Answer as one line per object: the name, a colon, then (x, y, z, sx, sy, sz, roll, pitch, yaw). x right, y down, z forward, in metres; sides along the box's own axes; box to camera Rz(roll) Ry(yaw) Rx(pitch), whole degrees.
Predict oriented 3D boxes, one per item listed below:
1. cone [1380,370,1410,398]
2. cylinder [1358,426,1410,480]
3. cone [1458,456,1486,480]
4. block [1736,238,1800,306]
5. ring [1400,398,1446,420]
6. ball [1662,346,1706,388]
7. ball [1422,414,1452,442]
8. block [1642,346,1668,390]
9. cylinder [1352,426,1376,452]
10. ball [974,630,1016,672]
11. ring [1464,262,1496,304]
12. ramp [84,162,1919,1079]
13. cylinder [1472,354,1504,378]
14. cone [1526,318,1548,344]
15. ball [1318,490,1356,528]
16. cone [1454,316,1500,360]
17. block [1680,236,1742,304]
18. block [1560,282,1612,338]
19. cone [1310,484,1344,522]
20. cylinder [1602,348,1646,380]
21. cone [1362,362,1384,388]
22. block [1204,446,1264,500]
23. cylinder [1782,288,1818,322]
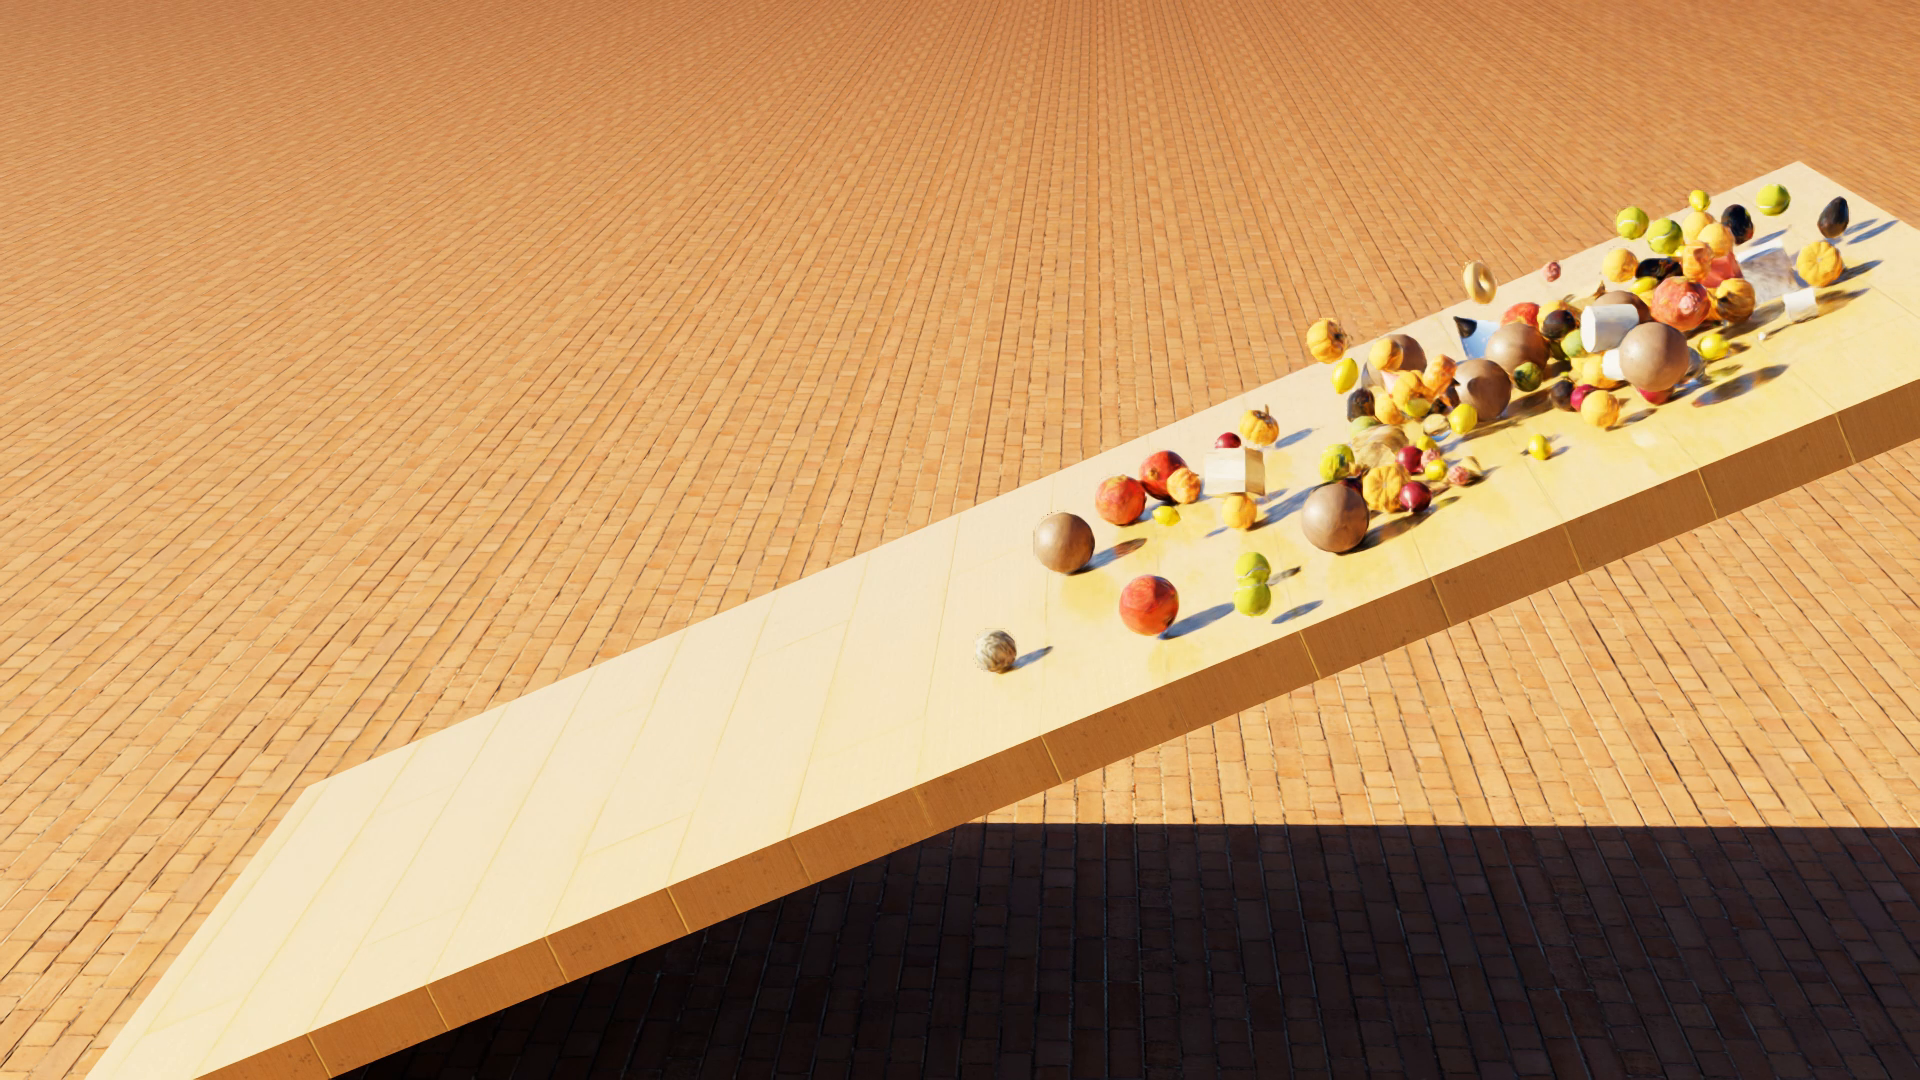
cone: (0.910, -0.340, 6.224, 0.058, 0.058, 0.058, -16, 56, -47)
cylinder: (0.853, -0.176, 5.927, 0.083, 0.083, 0.083, 7, 29, 26)
cone: (0.988, -0.129, 5.627, 0.050, 0.050, 0.050, -10, 30, -33)
block: (1.634, -0.542, 5.948, 0.093, 0.093, 0.093, -21, 13, 17)
ring: (0.978, -0.277, 6.205, 0.098, 0.033, 0.098, -12, 6, 1)
ball: (1.375, -0.328, 5.585, 0.081, 0.081, 0.081, 0, 15, 0)
ball: (0.960, -0.226, 5.925, 0.058, 0.058, 0.058, 0, 15, 0)
block: (1.347, -0.333, 5.691, 0.051, 0.051, 0.051, -16, 40, 33)
cylinder: (0.845, -0.200, 6.027, 0.063, 0.063, 0.063, 9, 2, 31)
ball: (0.070, 0.218, 5.785, 0.084, 0.084, 0.084, 0, 15, 0)
ring: (1.089, -0.538, 6.158, 0.031, 0.094, 0.094, -22, -2, 39)
ramp: (0.131, 0.170, 6.285, 4.000, 0.100, 2.000, -23, 13, 8)
cylinder: (1.126, -0.370, 6.266, 0.052, 0.052, 0.052, -4, 1, -13)
cone: (1.258, -0.449, 6.359, 0.053, 0.053, 0.053, -2, 10, -9)
ball: (0.731, -0.059, 5.707, 0.073, 0.073, 0.073, 0, 15, 0)
cone: (1.077, -0.449, 6.240, 0.096, 0.096, 0.096, 35, -3, -29)
block: (1.571, -0.566, 6.152, 0.094, 0.094, 0.094, -21, 13, 25)
block: (1.320, -0.484, 6.182, 0.079, 0.079, 0.079, -16, 19, 33)
cone: (0.715, -0.055, 5.798, 0.087, 0.087, 0.087, -6, -23, -21)
cylinder: (1.279, -0.337, 5.660, 0.060, 0.060, 0.060, -12, 12, -38)
cone: (0.947, -0.371, 6.675, 0.062, 0.062, 0.062, 8, 17, 15)
block: (0.561, -0.135, 6.008, 0.091, 0.091, 0.091, -4, -9, 30)
cylinder: (1.624, -0.454, 5.681, 0.055, 0.055, 0.055, -14, 12, 14)
